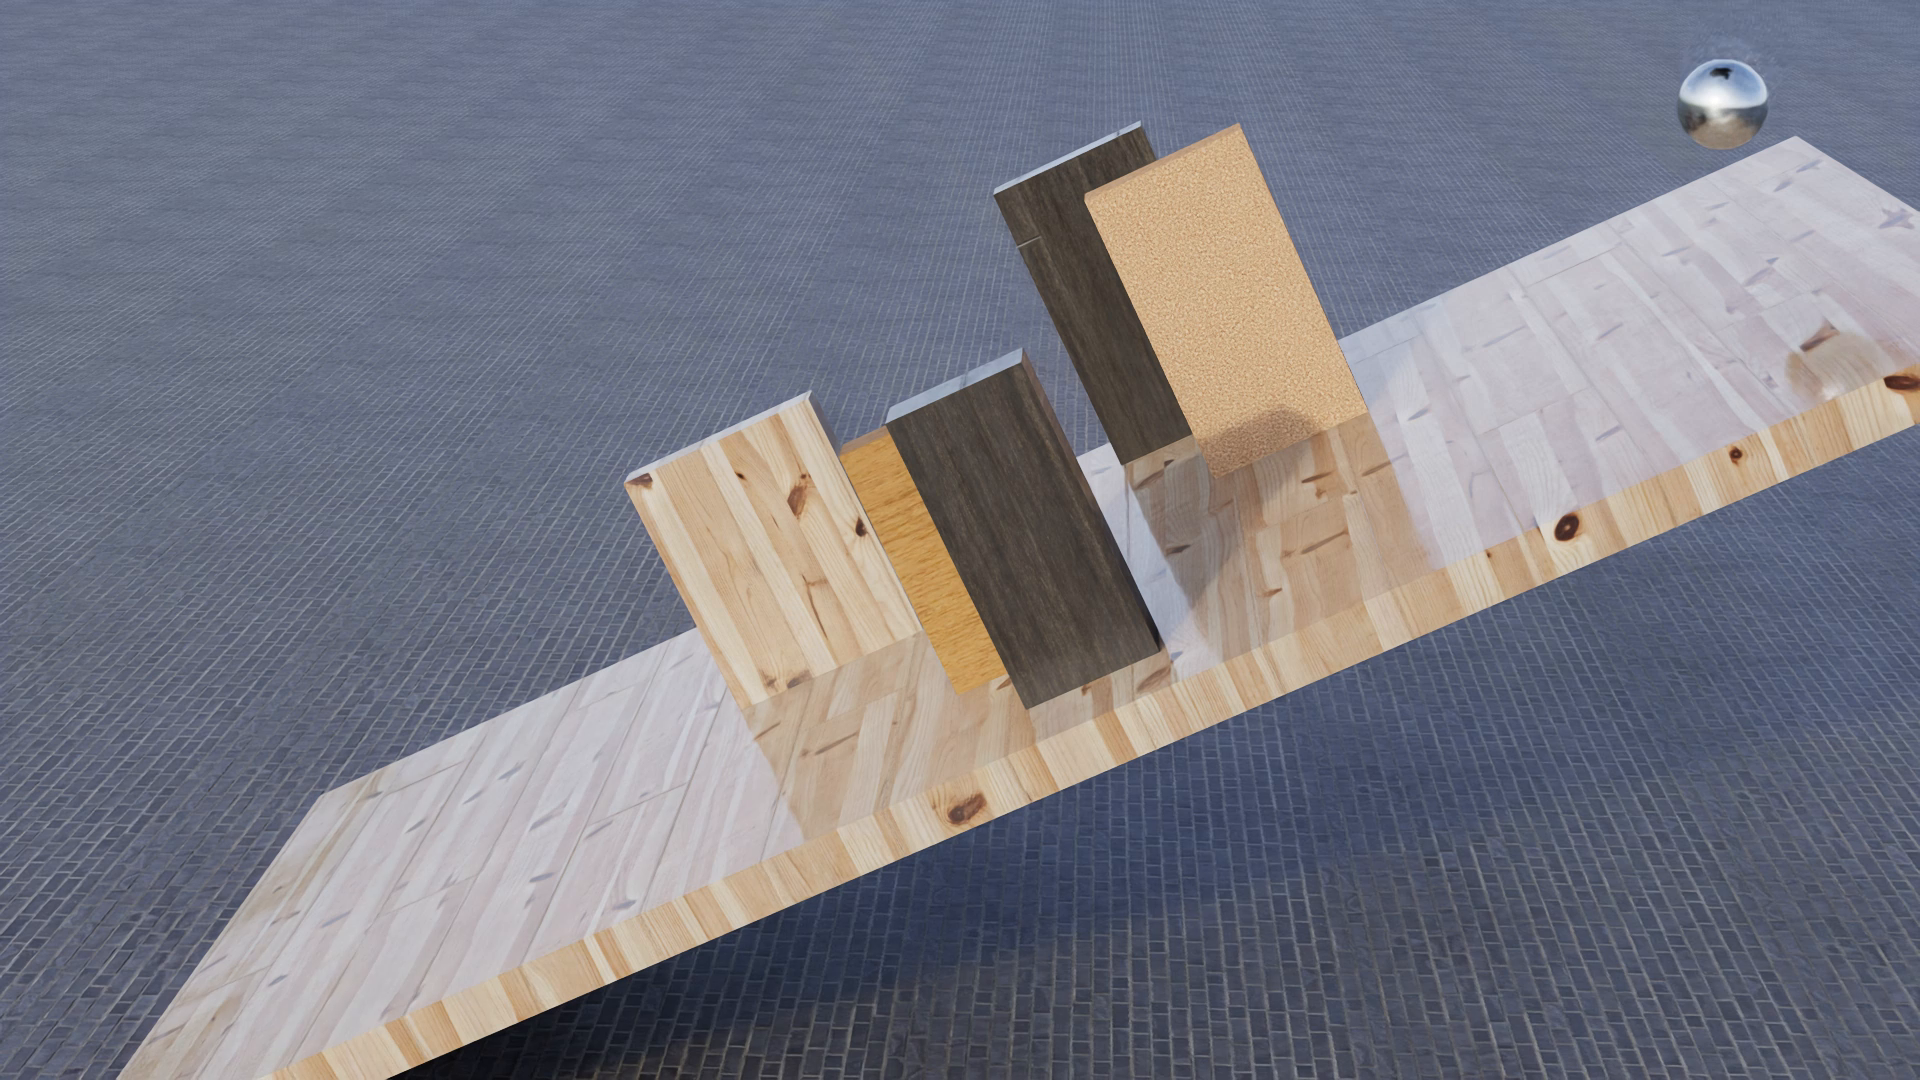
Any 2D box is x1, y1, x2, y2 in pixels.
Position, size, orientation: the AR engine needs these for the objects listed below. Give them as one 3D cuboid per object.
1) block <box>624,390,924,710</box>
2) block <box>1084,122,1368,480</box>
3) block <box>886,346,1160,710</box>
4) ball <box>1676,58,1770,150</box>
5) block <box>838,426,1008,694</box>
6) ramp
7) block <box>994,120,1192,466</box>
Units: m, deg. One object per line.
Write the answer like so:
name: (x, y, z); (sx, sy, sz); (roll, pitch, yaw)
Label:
block: (-0.399, 0.024, 6.386); (0.444, 0.565, 0.093); (-24, 13, 9)
block: (0.577, -0.514, 6.370); (0.365, 0.675, 0.097); (-24, 13, 9)
block: (0.120, -0.020, 5.480); (0.275, 0.607, 0.132); (-24, 13, 9)
ball: (1.576, -0.900, 6.080); (0.186, 0.186, 0.186); (0, 16, 0)
block: (0.011, 0.002, 5.765); (0.284, 0.533, 0.101); (-24, 13, 9)
ramp: (0.136, 0.169, 6.282); (4.000, 0.100, 2.000); (-24, 13, 9)
block: (0.399, -0.572, 6.860); (0.374, 0.708, 0.097); (-24, 13, 9)
